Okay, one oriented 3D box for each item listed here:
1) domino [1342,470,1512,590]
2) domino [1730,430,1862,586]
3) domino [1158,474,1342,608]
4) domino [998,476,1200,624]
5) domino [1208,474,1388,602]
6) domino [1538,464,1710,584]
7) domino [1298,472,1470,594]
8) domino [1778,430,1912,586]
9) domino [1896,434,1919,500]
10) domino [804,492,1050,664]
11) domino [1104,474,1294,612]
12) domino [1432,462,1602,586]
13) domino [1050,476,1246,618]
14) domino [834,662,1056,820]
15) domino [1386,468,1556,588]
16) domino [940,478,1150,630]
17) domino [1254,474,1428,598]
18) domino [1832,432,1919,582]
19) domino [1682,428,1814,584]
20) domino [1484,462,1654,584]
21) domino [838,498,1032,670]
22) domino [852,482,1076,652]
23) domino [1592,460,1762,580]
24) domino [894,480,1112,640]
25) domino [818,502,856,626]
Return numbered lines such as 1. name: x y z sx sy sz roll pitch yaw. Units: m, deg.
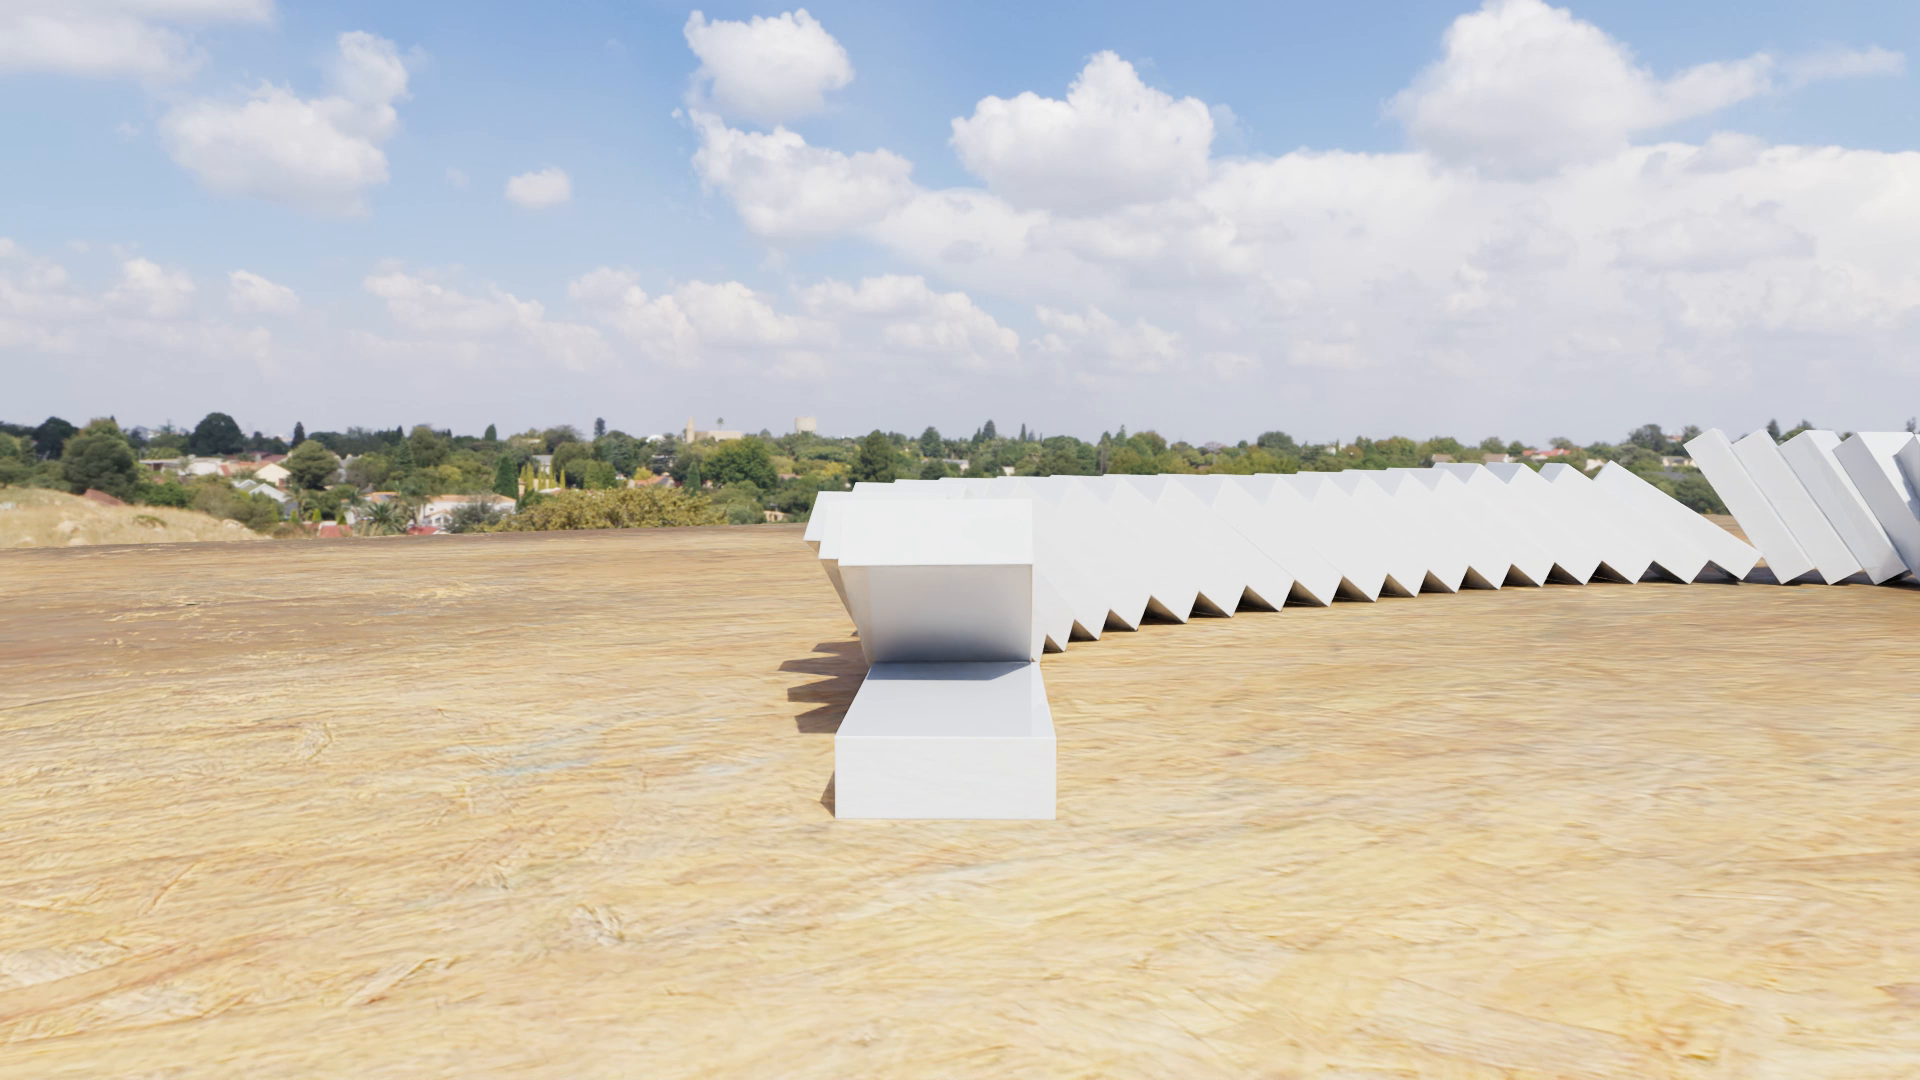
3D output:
1. domino: 0.135 -0.003 0.376 0.050 0.009 0.025 34 -11 -24
2. domino: 0.261 -0.011 0.400 0.009 0.050 0.025 -37 -18 32
3. domino: 0.074 0.000 0.334 0.050 0.009 0.025 35 -15 -30
4. domino: 0.031 0.002 0.299 0.050 0.009 0.025 37 -20 -35
5. domino: 0.089 0.000 0.344 0.050 0.009 0.025 34 -15 -30
6. domino: 0.205 -0.006 0.402 0.050 0.009 0.025 36 9 6
7. domino: 0.119 -0.002 0.366 0.050 0.009 0.025 34 -12 -26
8. domino: 0.278 -0.011 0.399 0.025 0.050 0.009 -3 -29 -39
9. domino: 0.299 -0.008 0.376 0.025 0.050 0.010 0 -34 2
10. domino: -0.005 0.008 0.234 0.025 0.009 0.050 2 -27 27
11. domino: 0.059 0.001 0.324 0.050 0.009 0.025 35 -15 -29
12. domino: 0.169 -0.005 0.394 0.050 0.009 0.025 35 -2 -10
13. domino: 0.044 0.002 0.313 0.050 0.009 0.025 36 -17 -32
14. domino: -0.001 0.025 0.170 0.025 0.009 0.050 0 4 1
15. domino: 0.151 -0.004 0.385 0.050 0.009 0.025 34 -8 -20
16. domino: 0.018 0.003 0.287 0.025 0.010 0.050 4 -27 48
17. domino: 0.104 -0.001 0.355 0.050 0.009 0.025 34 -15 -30
18. domino: 0.291 -0.010 0.390 0.025 0.050 0.010 -2 -31 -21
19. domino: 0.246 -0.011 0.399 0.009 0.050 0.025 -37 -19 31
20. domino: 0.186 -0.006 0.399 0.050 0.009 0.025 35 3 -3
21. domino: -0.002 0.010 0.189 0.025 0.009 0.050 -1 -27 3
22. domino: 0.001 0.006 0.253 0.025 0.009 0.050 3 -28 33
23. domino: 0.223 -0.006 0.403 0.050 0.009 0.025 38 14 19
24. domino: 0.008 0.005 0.270 0.025 0.009 0.050 3 -28 41
25. domino: -0.005 0.010 0.211 0.025 0.009 0.050 1 -27 9
